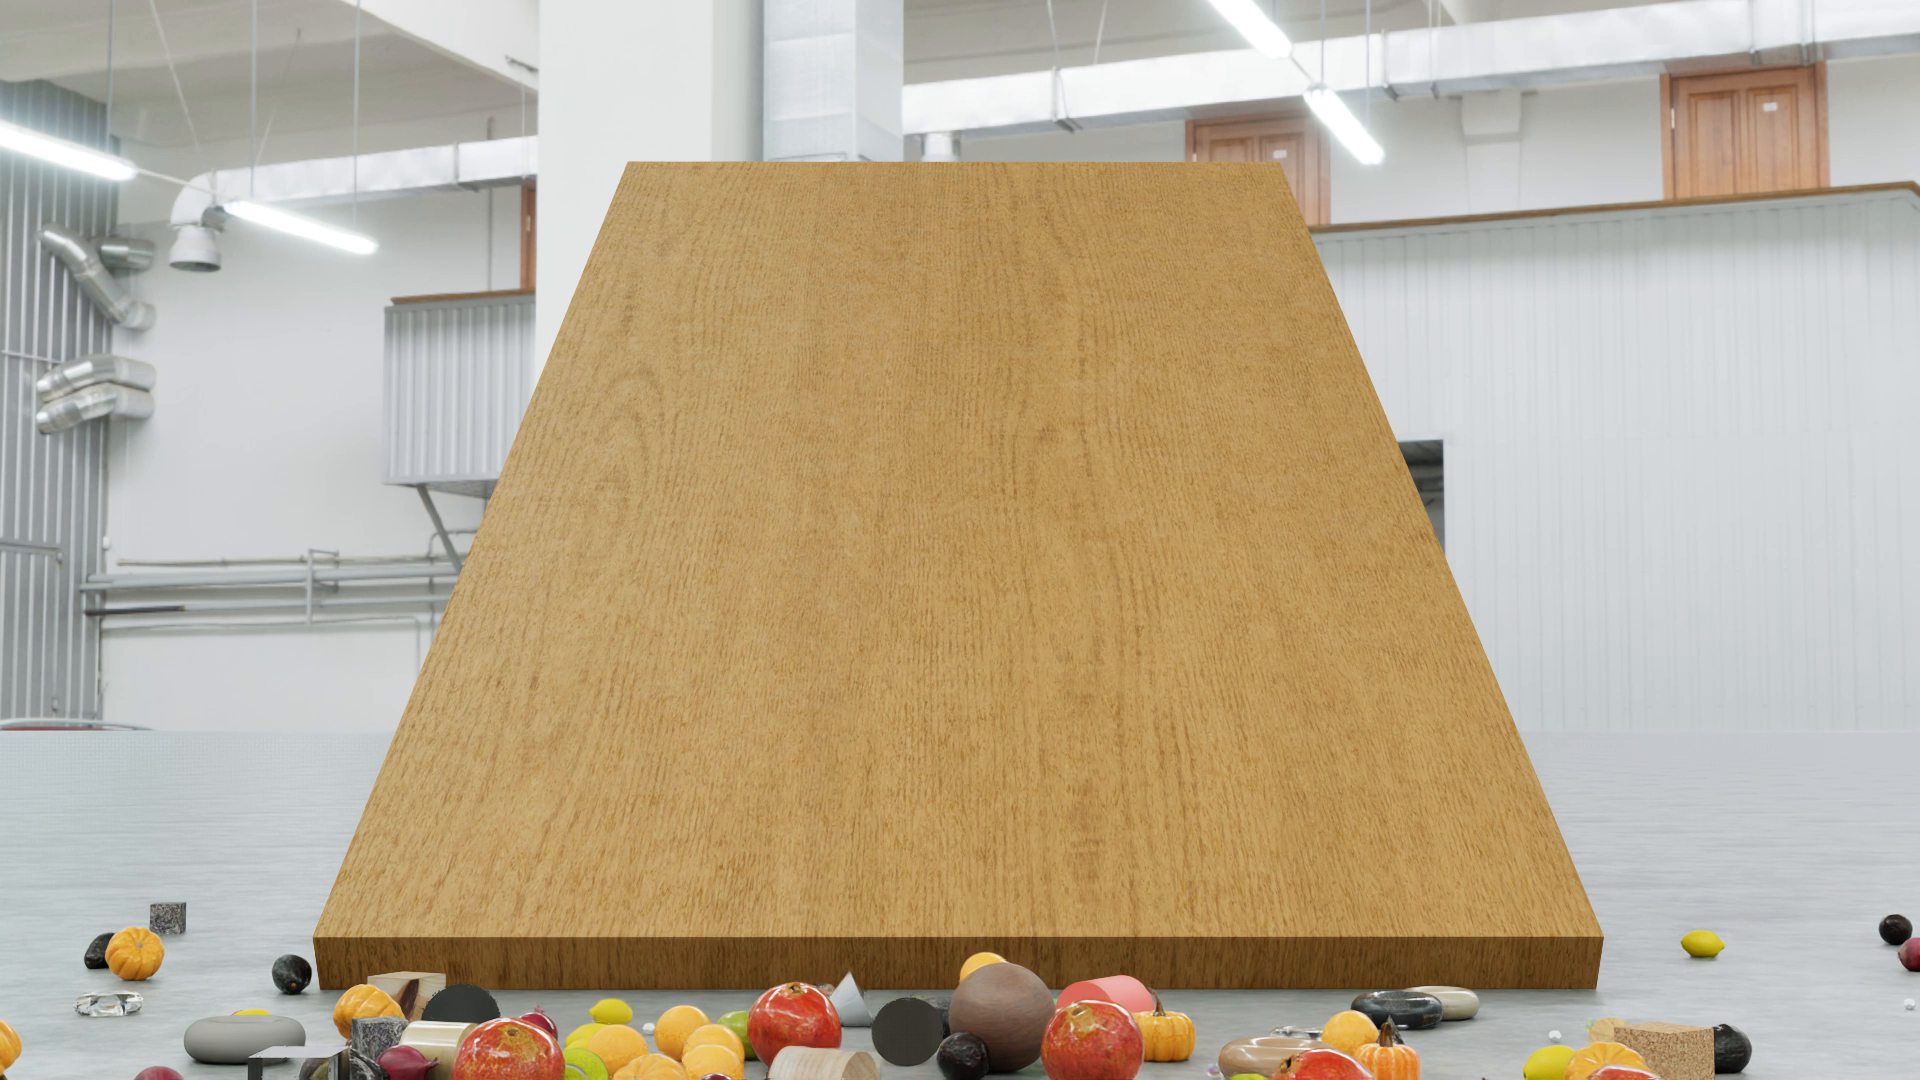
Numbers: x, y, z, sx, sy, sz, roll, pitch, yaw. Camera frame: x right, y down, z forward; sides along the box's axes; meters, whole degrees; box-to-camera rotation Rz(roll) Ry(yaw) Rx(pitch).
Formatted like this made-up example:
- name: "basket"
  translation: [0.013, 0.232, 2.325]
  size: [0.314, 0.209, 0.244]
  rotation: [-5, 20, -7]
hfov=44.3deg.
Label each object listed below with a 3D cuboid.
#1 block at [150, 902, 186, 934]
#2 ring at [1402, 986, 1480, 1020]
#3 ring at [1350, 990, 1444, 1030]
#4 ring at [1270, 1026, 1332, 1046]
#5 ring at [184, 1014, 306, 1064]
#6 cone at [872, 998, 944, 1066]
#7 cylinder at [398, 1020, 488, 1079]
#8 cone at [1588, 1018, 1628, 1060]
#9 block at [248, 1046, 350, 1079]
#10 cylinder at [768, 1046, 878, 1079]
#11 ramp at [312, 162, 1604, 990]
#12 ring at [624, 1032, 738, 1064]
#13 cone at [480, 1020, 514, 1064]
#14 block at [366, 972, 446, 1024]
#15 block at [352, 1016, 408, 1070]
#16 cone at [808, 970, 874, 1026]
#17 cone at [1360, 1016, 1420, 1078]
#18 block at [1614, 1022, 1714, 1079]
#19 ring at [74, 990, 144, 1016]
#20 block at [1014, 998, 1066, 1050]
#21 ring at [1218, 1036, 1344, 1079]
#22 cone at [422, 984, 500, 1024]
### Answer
- name: "block"
  translation: [-1.579, 0.754, 4.707]
  size: [0.058, 0.058, 0.058]
  rotation: [1, -4, -7]
- name: "ring"
  translation: [0.676, 0.657, 3.349]
  size: [0.120, 0.040, 0.120]
  rotation: [-1, -5, 0]
- name: "ring"
  translation: [0.602, 0.648, 3.254]
  size: [0.127, 0.042, 0.127]
  rotation: [-1, -3, 0]
- name: "ring"
  translation: [0.434, 0.637, 3.013]
  size: [0.082, 0.027, 0.082]
  rotation: [1, -5, 0]
- name: "ring"
  translation: [-0.889, 0.621, 2.937]
  size: [0.146, 0.049, 0.146]
  rotation: [1, -5, 0]
- name: "cone"
  translation: [-0.062, 0.624, 2.924]
  size: [0.088, 0.088, 0.088]
  rotation: [0, -31, 3]
- name: "cylinder"
  translation: [-0.591, 0.589, 2.699]
  size: [0.074, 0.074, 0.074]
  rotation: [-2, -5, 19]
- name: "cone"
  translation: [0.818, 0.633, 2.952]
  size: [0.056, 0.056, 0.056]
  rotation: [-2, -31, 24]
- name: "block"
  translation: [-0.673, 0.562, 2.405]
  size: [0.081, 0.081, 0.081]
  rotation: [0, -4, 0]
- name: "cylinder"
  translation: [-0.140, 0.561, 2.408]
  size: [0.084, 0.084, 0.084]
  rotation: [-2, -5, 27]
- name: "ramp"
  translation: [-0.010, -0.228, 5.470]
  size: [2.000, 0.100, 4.000]
  rotation: [0, 26, 0]
- name: "ring"
  translation: [-0.350, 0.644, 2.956]
  size: [0.143, 0.048, 0.143]
  rotation: [1, -8, 0]
- name: "cone"
  translation: [-0.573, 0.631, 2.919]
  size: [0.056, 0.056, 0.056]
  rotation: [0, -31, 4]
- name: "block"
  translation: [-0.753, 0.629, 3.211]
  size: [0.074, 0.074, 0.074]
  rotation: [-2, -5, 26]
- name: "block"
  translation: [-0.706, 0.612, 2.872]
  size: [0.056, 0.056, 0.056]
  rotation: [2, -5, -27]
- name: "cone"
  translation: [-0.171, 0.650, 3.246]
  size: [0.085, 0.085, 0.085]
  rotation: [-26, -3, -5]
- name: "cone"
  translation: [0.511, 0.599, 2.805]
  size: [0.070, 0.070, 0.070]
  rotation: [0, -4, 0]
- name: "block"
  translation: [0.786, 0.583, 2.637]
  size: [0.076, 0.076, 0.076]
  rotation: [3, -5, -35]
- name: "ring"
  translation: [-1.221, 0.664, 3.386]
  size: [0.094, 0.031, 0.094]
  rotation: [-1, -5, 0]
- name: "block"
  translation: [0.105, 0.625, 3.050]
  size: [0.056, 0.056, 0.056]
  rotation: [1, -5, -14]
- name: "ring"
  translation: [0.371, 0.605, 2.729]
  size: [0.144, 0.048, 0.144]
  rotation: [1, -5, 0]
- name: "cone"
  translation: [-0.626, 0.626, 2.987]
  size: [0.098, 0.098, 0.098]
  rotation: [0, -31, -3]
